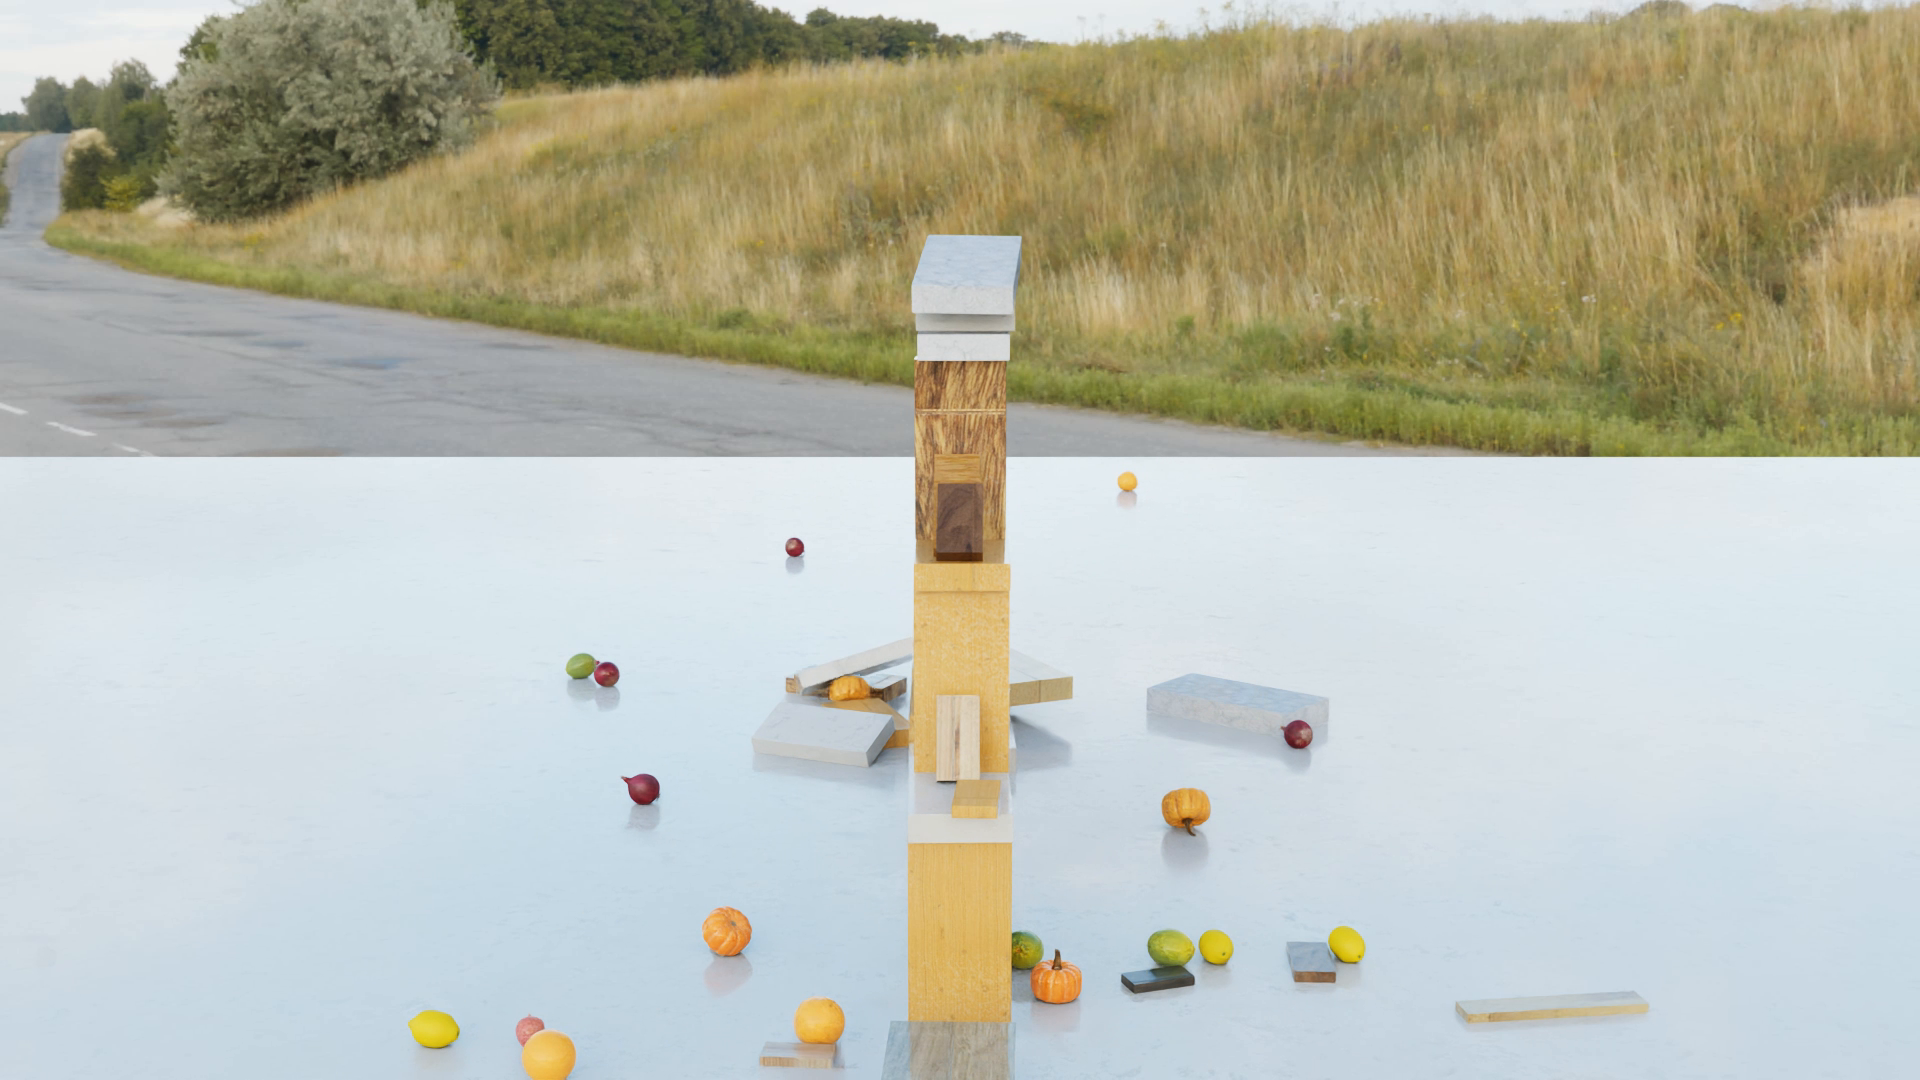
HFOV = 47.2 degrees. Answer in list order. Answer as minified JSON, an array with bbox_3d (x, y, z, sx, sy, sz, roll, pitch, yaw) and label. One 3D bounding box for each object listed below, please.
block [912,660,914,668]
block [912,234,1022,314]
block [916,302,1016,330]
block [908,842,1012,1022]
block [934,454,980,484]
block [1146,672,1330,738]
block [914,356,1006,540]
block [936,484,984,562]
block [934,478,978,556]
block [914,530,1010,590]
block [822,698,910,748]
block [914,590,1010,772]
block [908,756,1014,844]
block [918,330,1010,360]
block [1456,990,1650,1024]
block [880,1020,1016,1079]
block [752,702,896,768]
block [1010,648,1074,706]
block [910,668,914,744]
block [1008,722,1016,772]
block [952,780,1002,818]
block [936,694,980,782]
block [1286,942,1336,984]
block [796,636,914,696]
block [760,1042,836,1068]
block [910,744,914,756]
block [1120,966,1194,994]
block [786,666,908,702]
[{"bbox_3d":[-0.007,0.373,3.981,0.156,0.311,0.044,1,15,3],"label":"block"},{"bbox_3d":[0.013,-0.407,3.352,0.148,0.042,0.297,1,22,4],"label":"block"},{"bbox_3d":[0.010,-0.388,3.418,0.149,0.042,0.297,0,22,1],"label":"block"},{"bbox_3d":[0.000,0.549,3.096,0.145,0.290,0.041,0,11,2],"label":"block"},{"bbox_3d":[-0.004,-0.060,3.268,0.067,0.133,0.019,0,-8,0],"label":"block"},{"bbox_3d":[0.603,0.357,4.786,0.354,0.050,0.177,9,14,39],"label":"block"},{"bbox_3d":[0.000,-0.138,3.303,0.136,0.272,0.039,0,11,0],"label":"block"},{"bbox_3d":[0.000,-0.026,3.179,0.067,0.019,0.133,0,49,1],"label":"block"},{"bbox_3d":[-0.005,-0.033,3.211,0.067,0.019,0.133,0,50,0],"label":"block"},{"bbox_3d":[0.003,0.028,3.262,0.138,0.039,0.276,0,10,0],"label":"block"},{"bbox_3d":[-0.193,0.389,4.651,0.131,0.037,0.262,-4,11,-19],"label":"block"},{"bbox_3d":[0.002,0.200,3.201,0.138,0.276,0.039,0,11,0],"label":"block"},{"bbox_3d":[-0.001,0.369,3.158,0.145,0.041,0.290,0,11,-1],"label":"block"},{"bbox_3d":[0.007,-0.307,3.363,0.136,0.039,0.272,0,10,1],"label":"block"},{"bbox_3d":[0.855,0.674,3.177,0.273,0.014,0.049,-2,11,-8],"label":"block"},{"bbox_3d":[-0.015,0.690,2.747,0.166,0.047,0.331,0,11,2],"label":"block"},{"bbox_3d":[-0.279,0.396,4.489,0.262,0.037,0.131,5,32,24],"label":"block"},{"bbox_3d":[0.085,0.295,4.848,0.177,0.050,0.354,-5,12,-26],"label":"block"},{"bbox_3d":[-0.002,0.267,3.585,0.155,0.044,0.311,0,11,0],"label":"block"},{"bbox_3d":[0.013,0.378,4.673,0.177,0.050,0.653,0,11,-2],"label":"block"},{"bbox_3d":[0.023,0.359,3.052,0.062,0.017,0.123,1,11,4],"label":"block"},{"bbox_3d":[-0.003,0.285,3.166,0.062,0.123,0.017,0,-11,0],"label":"block"},{"bbox_3d":[0.533,0.641,3.344,0.062,0.017,0.123,0,11,3],"label":"block"},{"bbox_3d":[-0.231,0.280,4.868,0.262,0.037,0.131,-17,-9,-10],"label":"block"},{"bbox_3d":[-0.222,0.705,3.010,0.098,0.014,0.049,1,11,6],"label":"block"},{"bbox_3d":[-0.003,0.461,3.515,0.155,0.310,0.044,0,11,0],"label":"block"},{"bbox_3d":[0.295,0.655,3.280,0.098,0.014,0.049,-4,11,-19],"label":"block"},{"bbox_3d":[-0.258,0.327,4.987,0.247,0.035,0.123,5,12,25],"label":"block"}]
